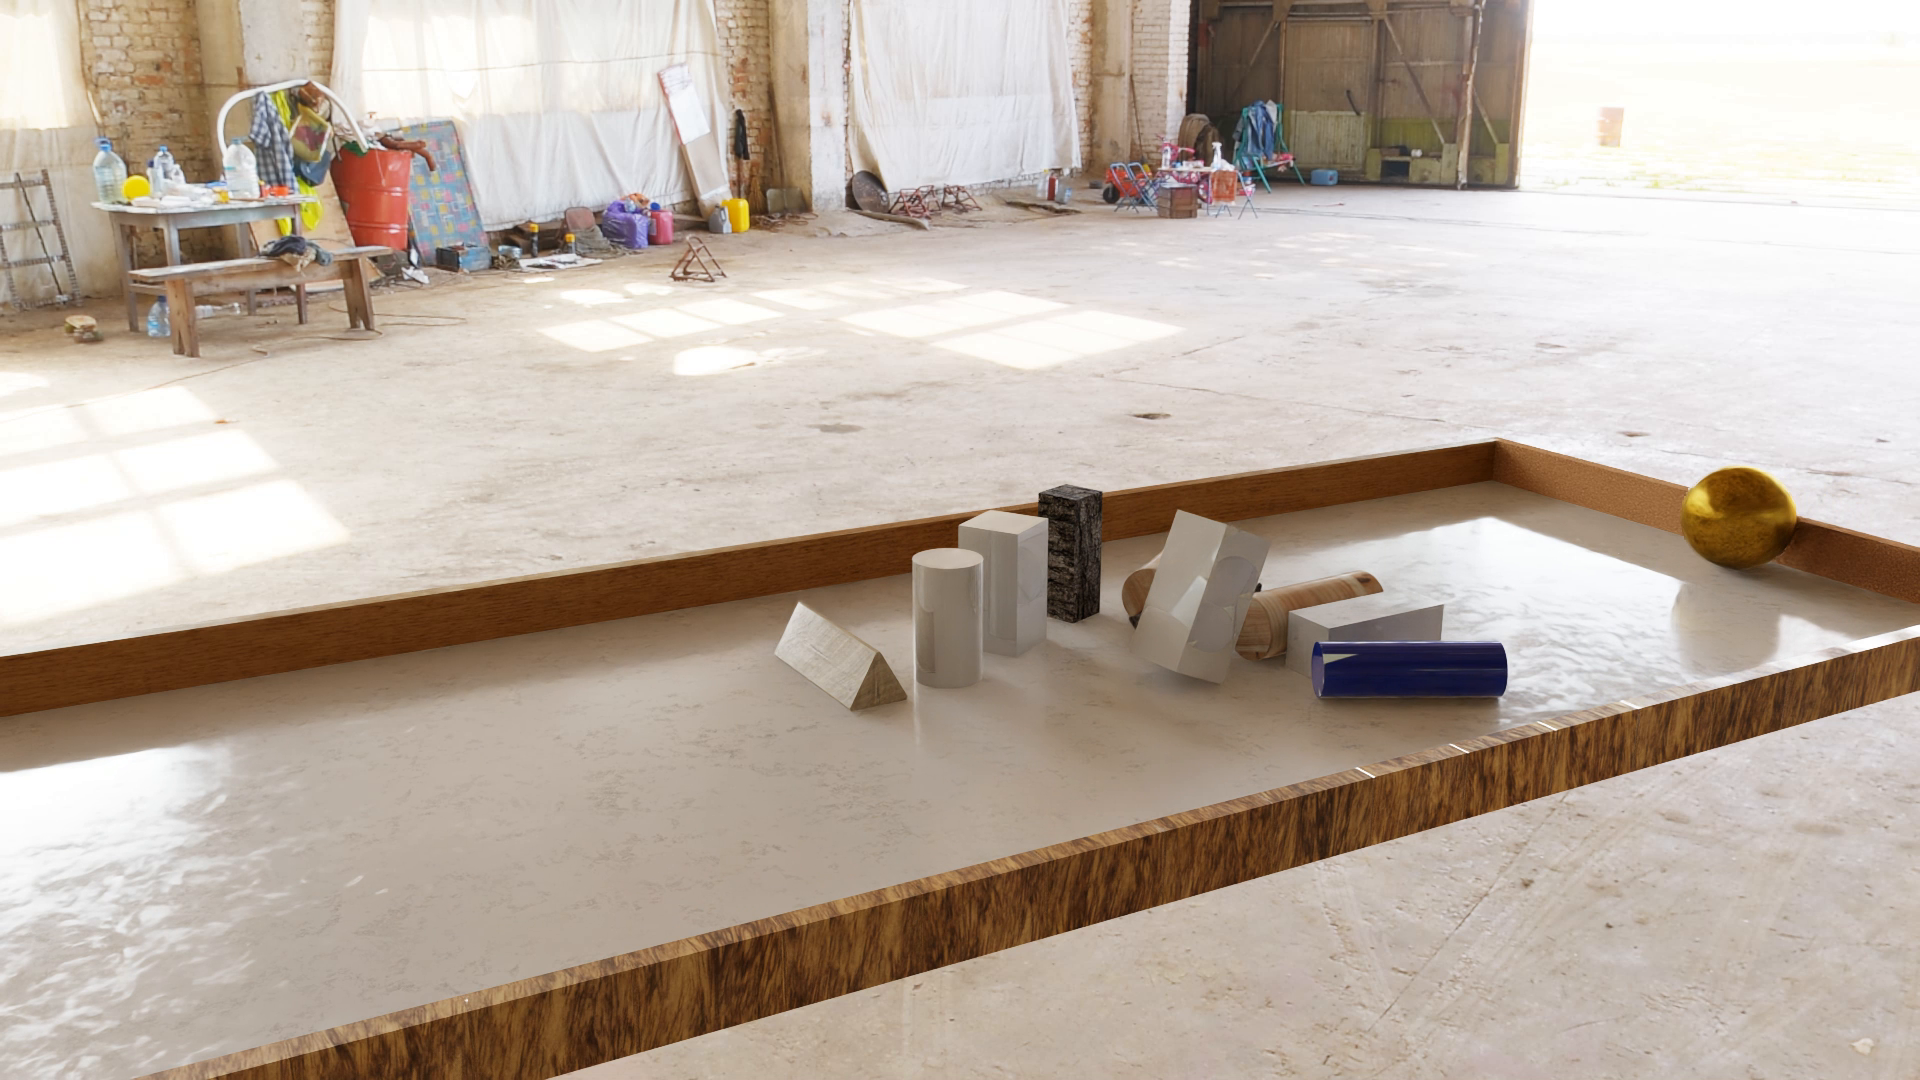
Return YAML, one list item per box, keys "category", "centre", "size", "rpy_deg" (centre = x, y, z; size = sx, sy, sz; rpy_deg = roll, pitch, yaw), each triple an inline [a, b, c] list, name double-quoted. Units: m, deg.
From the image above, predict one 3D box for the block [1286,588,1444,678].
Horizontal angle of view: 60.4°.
- category: "block"
  centre: [1.044, 0.246, 4.251]
  size: [0.388, 0.151, 0.151]
  rpy_deg: [-9, 19, -28]

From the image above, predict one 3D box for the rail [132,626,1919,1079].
- category: "rail"
  centre: [-2.336, 1.006, 1.665]
  size: [12.000, 0.150, 0.050]
  rpy_deg: [-9, 18, -27]

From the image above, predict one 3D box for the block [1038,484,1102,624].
- category: "block"
  centre: [0.305, 0.037, 4.603]
  size: [0.127, 0.353, 0.127]
  rpy_deg: [13, 21, 38]

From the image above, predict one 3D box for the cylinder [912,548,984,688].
- category: "cylinder"
  centre: [-0.031, 0.195, 4.139]
  size: [0.177, 0.312, 0.177]
  rpy_deg: [0, 16, 0]

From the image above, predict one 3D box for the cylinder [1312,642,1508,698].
- category: "cylinder"
  centre: [1.096, 0.316, 4.034]
  size: [0.443, 0.137, 0.137]
  rpy_deg: [0, 16, -1]

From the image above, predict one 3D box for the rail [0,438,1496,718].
- category: "rail"
  centre: [-3.305, 0.497, 3.399]
  size: [12.000, 0.150, 0.050]
  rpy_deg: [-9, 18, -27]

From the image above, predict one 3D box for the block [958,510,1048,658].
- category: "block"
  centre: [0.115, 0.114, 4.372]
  size: [0.174, 0.336, 0.174]
  rpy_deg: [9, 19, 28]

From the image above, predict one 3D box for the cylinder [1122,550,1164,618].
- category: "cylinder"
  centre: [0.609, 0.110, 4.686]
  size: [0.167, 0.167, 0.394]
  rpy_deg: [8, 18, 25]

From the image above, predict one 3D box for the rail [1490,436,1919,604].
- category: "rail"
  centre: [2.466, -0.048, 5.253]
  size: [0.050, 0.150, 2.100]
  rpy_deg: [-9, 18, -27]

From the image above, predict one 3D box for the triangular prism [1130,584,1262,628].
- category: "triangular prism"
  centre: [0.649, 0.188, 4.406]
  size: [0.388, 0.114, 0.132]
  rpy_deg: [-13, 61, -38]

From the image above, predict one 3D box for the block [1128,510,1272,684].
- category: "block"
  centre: [0.601, 0.142, 4.130]
  size: [0.175, 0.379, 0.175]
  rpy_deg: [17, 2, -39]

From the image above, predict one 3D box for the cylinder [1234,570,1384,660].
- category: "cylinder"
  centre: [0.921, 0.198, 4.378]
  size: [0.413, 0.172, 0.172]
  rpy_deg: [-10, 19, -31]

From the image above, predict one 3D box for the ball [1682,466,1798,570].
- category: "ball"
  centre: [2.374, -0.068, 5.024]
  size: [0.317, 0.317, 0.317]
  rpy_deg: [0, 16, 0]

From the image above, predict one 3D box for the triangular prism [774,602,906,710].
- category: "triangular prism"
  centre: [-0.307, 0.279, 4.153]
  size: [0.156, 0.135, 0.440]
  rpy_deg: [-9, 19, -29]
